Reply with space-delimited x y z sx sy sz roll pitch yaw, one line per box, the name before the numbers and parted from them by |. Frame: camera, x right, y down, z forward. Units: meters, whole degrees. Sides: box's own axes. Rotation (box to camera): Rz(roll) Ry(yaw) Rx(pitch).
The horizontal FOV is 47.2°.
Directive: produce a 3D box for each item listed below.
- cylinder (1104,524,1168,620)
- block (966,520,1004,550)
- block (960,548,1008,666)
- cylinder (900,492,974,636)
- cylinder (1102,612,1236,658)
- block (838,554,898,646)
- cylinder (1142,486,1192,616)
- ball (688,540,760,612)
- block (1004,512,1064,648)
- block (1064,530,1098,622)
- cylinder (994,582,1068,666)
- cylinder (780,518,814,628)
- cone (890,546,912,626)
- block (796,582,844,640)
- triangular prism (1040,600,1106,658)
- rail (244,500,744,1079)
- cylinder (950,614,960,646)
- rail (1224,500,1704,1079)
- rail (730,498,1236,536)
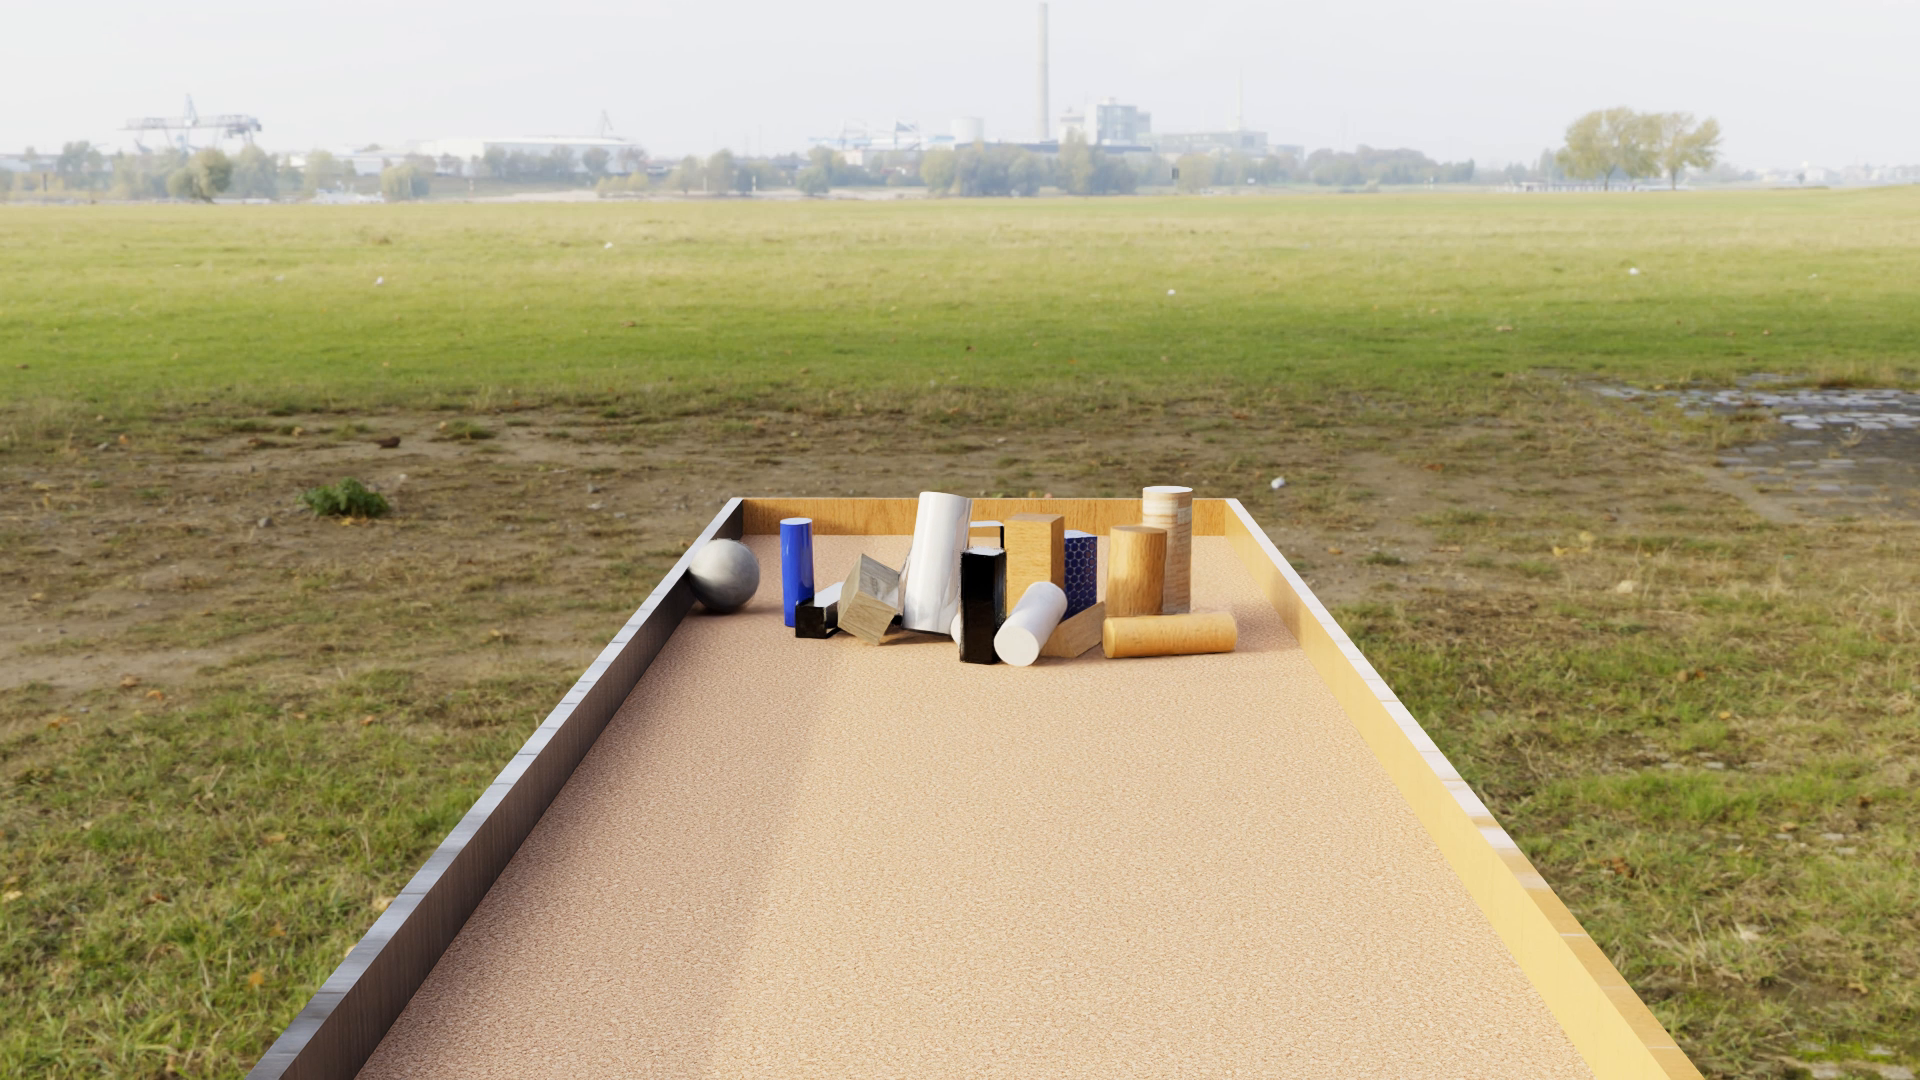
cylinder | 0.551 0.144 6.915 0.179 0.361 0.179 3 8 0
block | 0.078 0.111 7.247 0.124 0.331 0.124 -2 8 -15
block | 0.072 0.200 6.667 0.106 0.336 0.106 5 10 24
cylinder | -0.073 0.078 7.016 0.174 0.437 0.174 8 -7 1
cylinder | 0.645 0.292 6.775 0.393 0.123 0.123 -2 9 -15
block | -0.293 0.188 7.052 0.139 0.139 0.371 28 15 -9
cylinder | 0.675 0.060 7.181 0.161 0.454 0.161 0 9 0
ball | -0.802 0.121 7.474 0.242 0.242 0.242 0 9 0
block | 0.235 0.126 6.935 0.152 0.399 0.152 3 11 19
block | 0.346 0.130 7.223 0.155 0.302 0.155 -4 10 -23
cylinder | 0.218 0.254 6.705 0.140 0.140 0.303 3 26 20
cylinder | -0.530 0.107 7.205 0.104 0.346 0.104 -1 13 0
cone | -0.162 0.120 7.211 0.161 0.303 0.161 9 8 -1
block | -0.419 0.229 7.229 0.105 0.105 0.444 2 9 15
triangular prism | 0.382 0.276 6.935 0.114 0.099 0.442 4 10 21
rail | -1.004 0.839 3.234 0.050 0.150 12.000 0 9 1
cylinder | 0.103 0.256 7.014 0.120 0.120 0.364 4 10 25
rail | 1.046 0.843 3.208 0.050 0.150 12.000 0 9 1
rail | 0.099 -0.098 9.147 2.100 0.150 0.050 0 9 1
